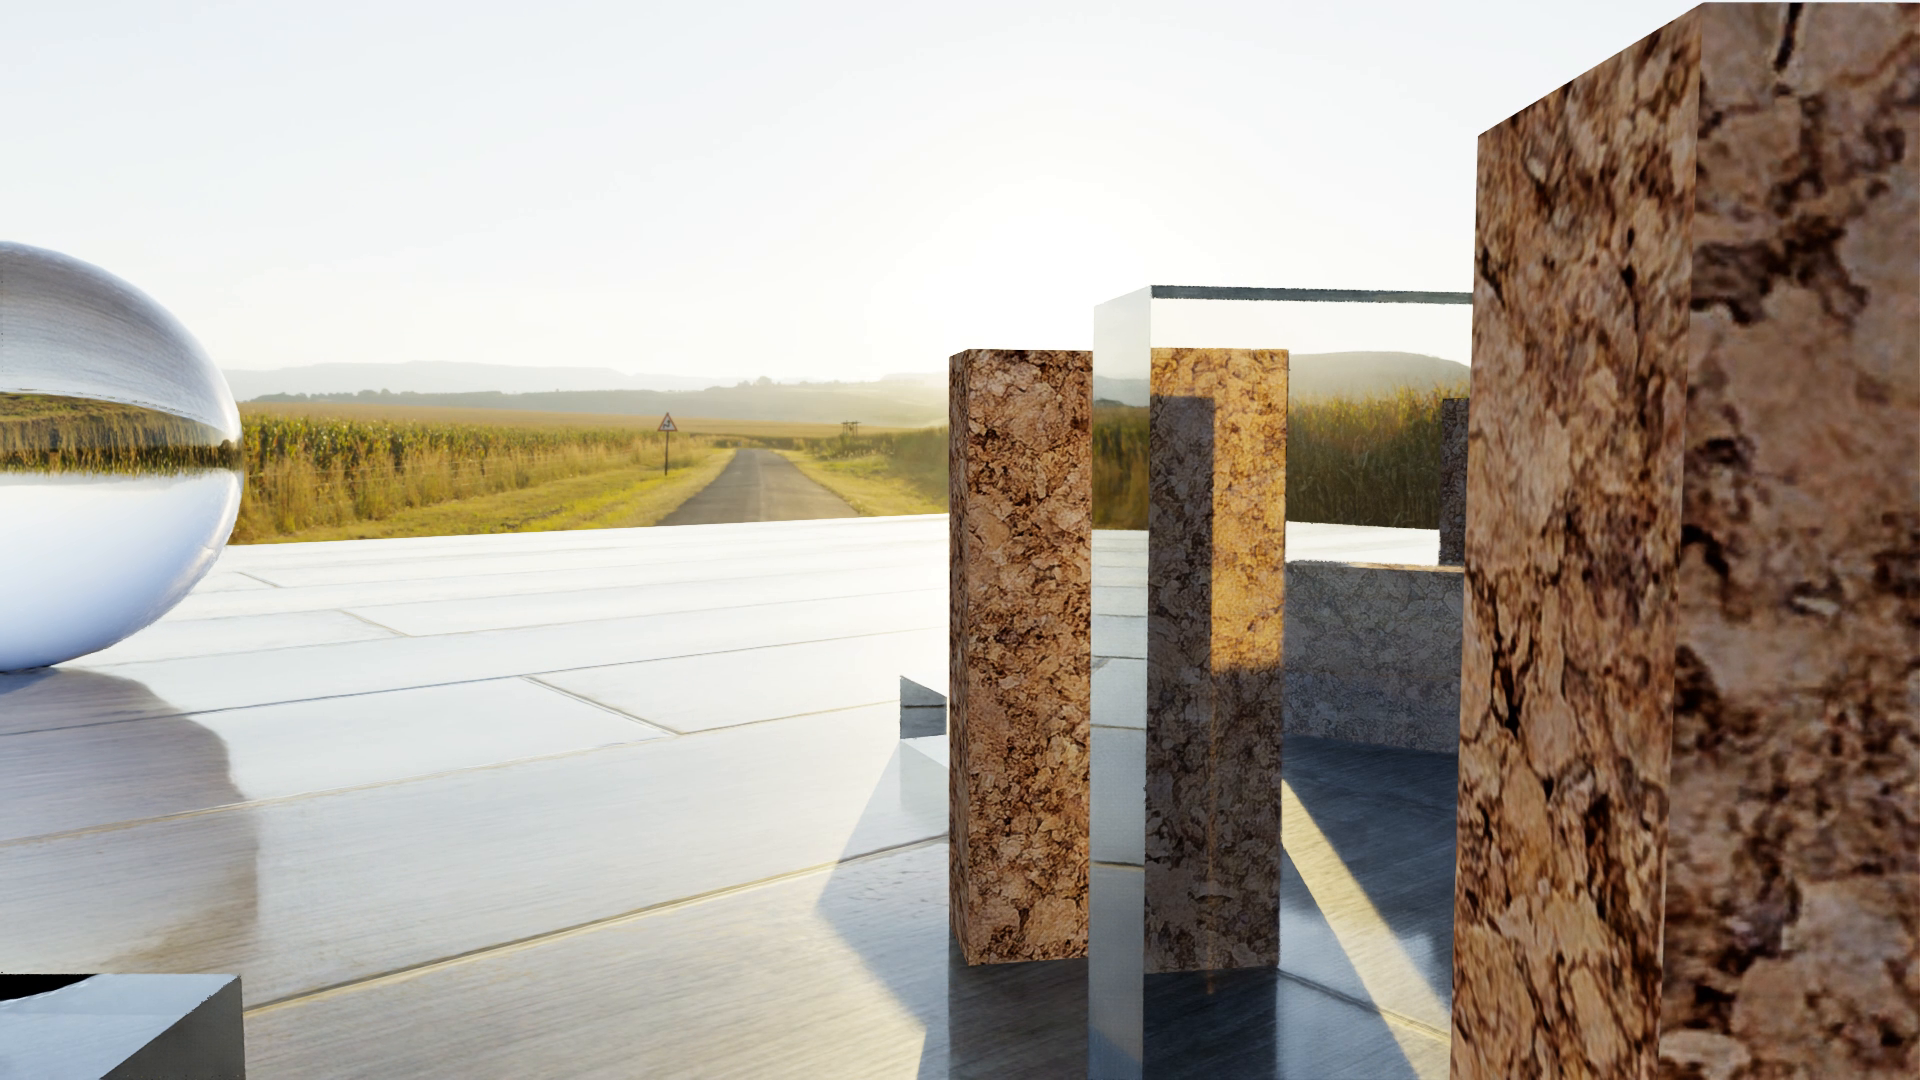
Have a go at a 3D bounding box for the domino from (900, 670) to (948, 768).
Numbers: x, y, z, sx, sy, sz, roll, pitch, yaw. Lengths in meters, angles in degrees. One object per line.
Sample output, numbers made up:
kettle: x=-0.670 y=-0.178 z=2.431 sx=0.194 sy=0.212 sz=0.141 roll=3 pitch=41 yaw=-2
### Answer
domino: x=0.013 y=0.025 z=0.167 sx=0.025 sy=0.010 sz=0.050 roll=-2 pitch=5 yaw=-23

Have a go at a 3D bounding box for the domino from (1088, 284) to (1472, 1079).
domino: x=0.020 y=0.012 z=0.069 sx=0.025 sy=0.050 sz=0.009 roll=-1 pitch=4 yaw=-11

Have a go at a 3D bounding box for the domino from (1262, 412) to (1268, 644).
domino: x=0.053 y=-0.001 z=0.244 sx=0.009 sy=0.050 sz=0.025 roll=1 pitch=4 yaw=14

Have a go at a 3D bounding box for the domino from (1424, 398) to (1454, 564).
domino: x=0.090 y=0.001 z=0.227 sx=0.009 sy=0.050 sz=0.025 roll=3 pitch=5 yaw=34

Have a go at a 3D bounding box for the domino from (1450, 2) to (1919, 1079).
domino: x=0.025 y=0.015 z=0.028 sx=0.025 sy=0.050 sz=0.010 roll=0 pitch=4 yaw=0

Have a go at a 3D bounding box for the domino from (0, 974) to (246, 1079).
domino: x=-0.057 y=0.034 z=0.055 sx=0.025 sy=0.010 sz=0.050 roll=0 pitch=4 yaw=0

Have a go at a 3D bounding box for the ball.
ball: x=-0.178 y=-0.015 z=0.238 sx=0.080 sy=0.080 sz=0.080 roll=0 pitch=4 yaw=0

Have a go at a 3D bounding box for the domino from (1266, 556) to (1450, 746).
domino: x=0.070 y=0.016 z=0.184 sx=0.050 sy=0.025 sz=0.009 roll=3 pitch=5 yaw=31

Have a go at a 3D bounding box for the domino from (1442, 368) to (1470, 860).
domino: x=0.058 y=0.009 z=0.121 sx=0.009 sy=0.050 sz=0.025 roll=-1 pitch=4 yaw=-14

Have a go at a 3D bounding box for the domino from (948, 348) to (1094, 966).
domino: x=0.012 y=0.009 z=0.110 sx=0.025 sy=0.050 sz=0.010 roll=-1 pitch=4 yaw=-10
